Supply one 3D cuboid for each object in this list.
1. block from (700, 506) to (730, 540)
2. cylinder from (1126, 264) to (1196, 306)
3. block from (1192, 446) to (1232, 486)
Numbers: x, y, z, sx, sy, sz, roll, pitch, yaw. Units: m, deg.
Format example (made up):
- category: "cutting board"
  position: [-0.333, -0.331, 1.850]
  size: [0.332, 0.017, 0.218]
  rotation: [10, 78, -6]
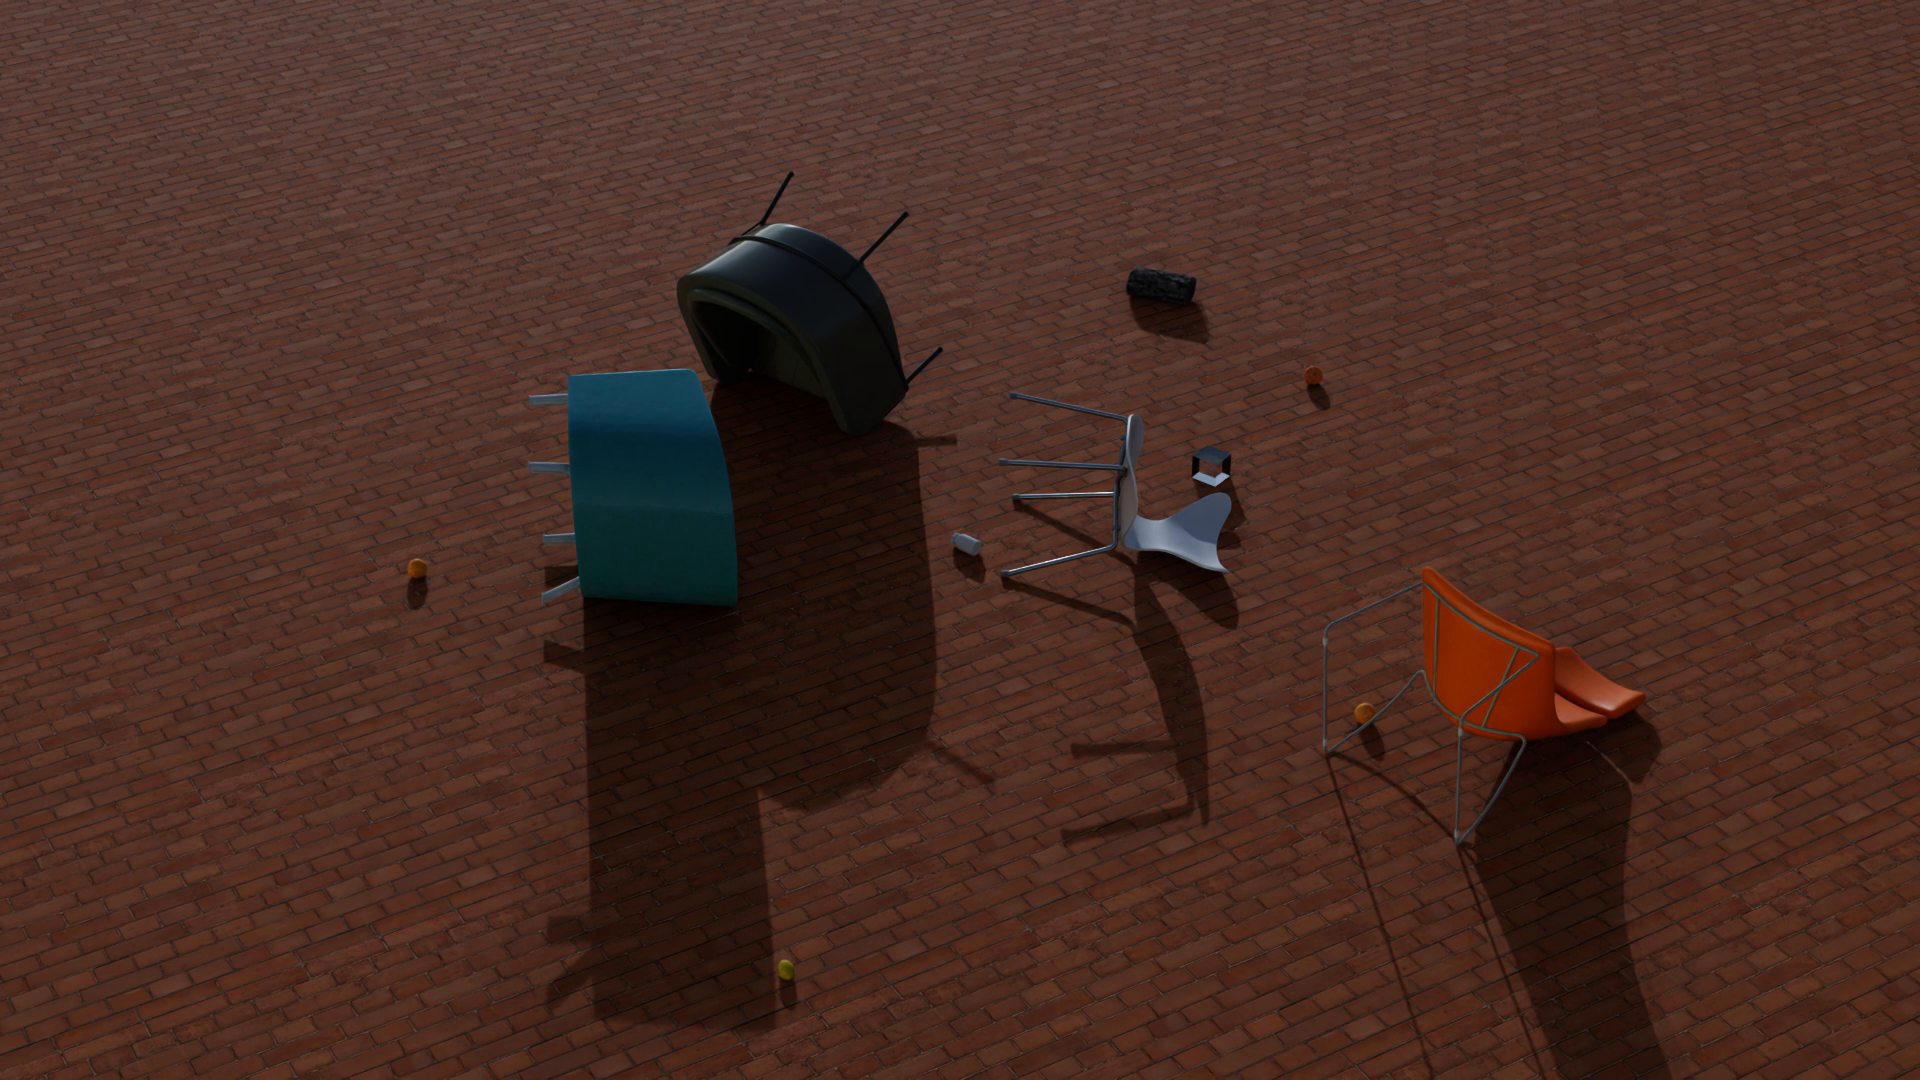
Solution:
- category: "block"
  position: [-0.917, -0.066, 10.967]
  size: [0.080, 0.085, 0.076]
  rotation: [-23, 40, -31]
- category: "cylinder"
  position: [0.859, -1.086, 12.491]
  size: [0.261, 0.111, 0.144]
  rotation: [14, 46, 20]
- category: "block"
  position: [0.968, -0.285, 11.289]
  size: [0.110, 0.097, 0.101]
  rotation: [23, 40, 31]
